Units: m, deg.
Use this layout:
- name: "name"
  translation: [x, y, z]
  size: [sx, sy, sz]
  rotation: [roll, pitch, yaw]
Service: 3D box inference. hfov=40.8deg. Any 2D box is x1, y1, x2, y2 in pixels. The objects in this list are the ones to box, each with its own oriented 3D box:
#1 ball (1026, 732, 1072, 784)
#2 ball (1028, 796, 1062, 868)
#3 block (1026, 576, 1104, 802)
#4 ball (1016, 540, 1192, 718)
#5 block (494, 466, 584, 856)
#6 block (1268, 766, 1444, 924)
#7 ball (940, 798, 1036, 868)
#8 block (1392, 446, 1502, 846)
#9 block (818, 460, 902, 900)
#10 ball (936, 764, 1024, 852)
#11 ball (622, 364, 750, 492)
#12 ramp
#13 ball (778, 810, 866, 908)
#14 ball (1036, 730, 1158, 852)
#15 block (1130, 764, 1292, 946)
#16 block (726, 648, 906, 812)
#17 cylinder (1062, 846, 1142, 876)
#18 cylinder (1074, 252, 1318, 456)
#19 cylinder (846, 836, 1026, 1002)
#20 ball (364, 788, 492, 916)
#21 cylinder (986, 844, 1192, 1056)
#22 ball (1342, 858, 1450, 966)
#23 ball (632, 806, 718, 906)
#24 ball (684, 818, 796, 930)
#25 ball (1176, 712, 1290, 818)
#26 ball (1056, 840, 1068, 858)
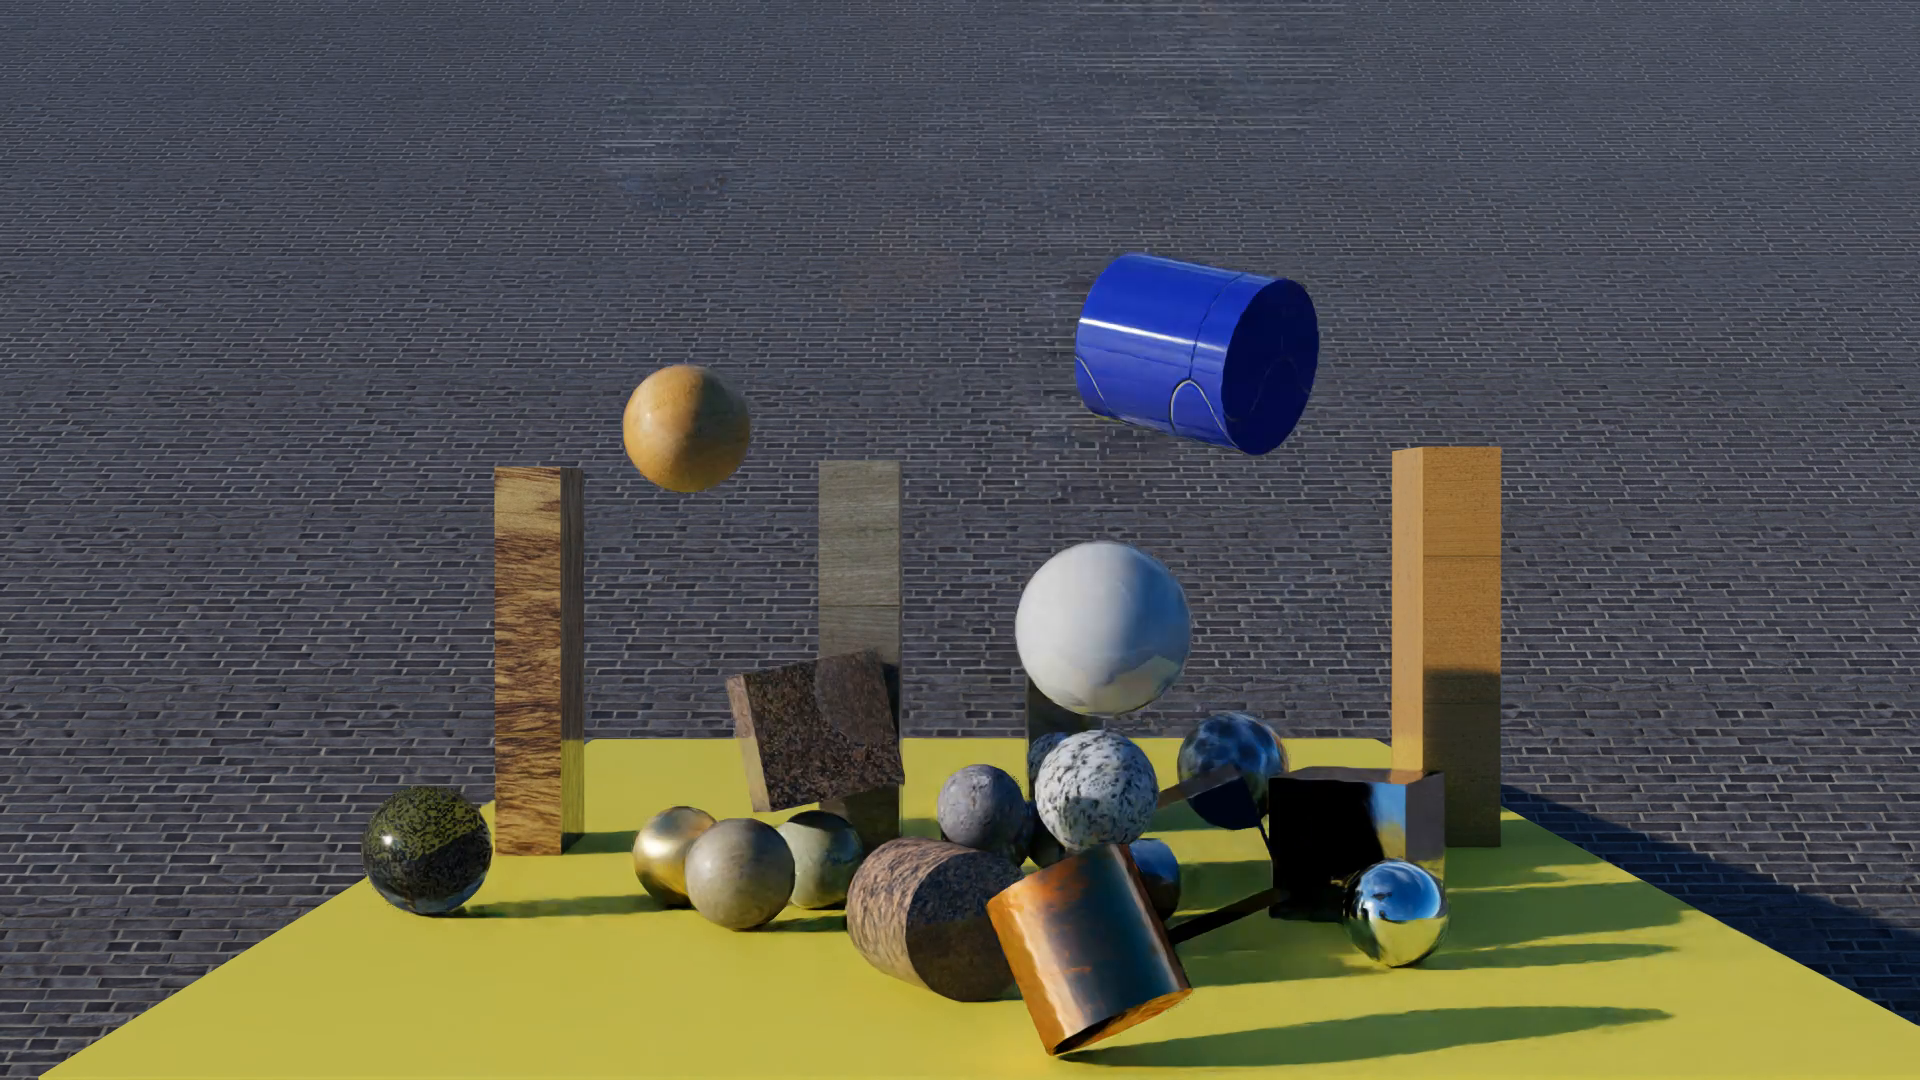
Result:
- name: "ball"
  translation: [0.182, 0.416, 4.828]
  size: [0.118, 0.118, 0.118]
  rotation: [0, 29, 0]
- name: "ball"
  translation: [0.162, 0.463, 4.127]
  size: [0.135, 0.135, 0.135]
  rotation: [0, 29, 0]
- name: "block"
  translation: [0.200, 0.297, 5.015]
  size: [0.141, 0.451, 0.259]
  rotation: [0, 0, 0]
- name: "ball"
  translation: [0.163, 0.101, 2.932]
  size: [0.201, 0.201, 0.201]
  rotation: [0, 29, 0]
- name: "block"
  translation: [-0.725, 0.202, 4.470]
  size: [0.110, 0.652, 0.271]
  rotation: [0, 0, 0]
- name: "block"
  translation: [0.569, 0.435, 3.697]
  size: [0.199, 0.199, 0.199]
  rotation: [0, 1, 26]
- name: "ball"
  translation: [0.044, 0.452, 4.033]
  size: [0.150, 0.150, 0.150]
  rotation: [0, 29, 0]
- name: "block"
  translation: [0.862, 0.182, 4.596]
  size: [0.134, 0.688, 0.315]
  rotation: [0, 0, 0]
- name: "block"
  translation: [-0.149, 0.207, 3.946]
  size: [0.119, 0.650, 0.259]
  rotation: [0, 0, 0]
- name: "ball"
  translation: [0.026, 0.333, 3.207]
  size: [0.109, 0.109, 0.109]
  rotation: [0, 29, 0]
- name: "ball"
  translation: [-0.306, -0.126, 2.899]
  size: [0.143, 0.143, 0.143]
  rotation: [0, 29, 0]
- name: "ramp"
  translation: [0.064, 0.576, 4.620]
  size: [2.000, 0.100, 4.000]
  rotation: [0, 0, 0]
- name: "ball"
  translation: [-0.209, 0.463, 3.748]
  size: [0.142, 0.142, 0.142]
  rotation: [0, 29, 0]
- name: "ball"
  translation: [0.177, 0.327, 3.353]
  size: [0.160, 0.160, 0.160]
  rotation: [0, 29, 0]
- name: "block"
  translation: [0.326, 0.423, 3.496]
  size: [0.172, 0.172, 0.172]
  rotation: [-22, 1, 1]
- name: "block"
  translation: [-0.208, 0.273, 3.695]
  size: [0.194, 0.194, 0.194]
  rotation: [-11, -3, -13]
- name: "cylinder"
  translation: [0.224, 0.475, 3.642]
  size: [0.118, 0.118, 0.118]
  rotation: [0, 24, -37]
- name: "cylinder"
  translation: [0.243, -0.193, 2.651]
  size: [0.180, 0.180, 0.180]
  rotation: [16, 32, 36]
- name: "cylinder"
  translation: [-0.022, 0.452, 3.101]
  size: [0.176, 0.176, 0.176]
  rotation: [-14, 7, -25]
- name: "ball"
  translation: [-0.759, 0.444, 3.691]
  size: [0.181, 0.181, 0.181]
  rotation: [0, 29, 0]
- name: "cylinder"
  translation: [0.134, 0.429, 2.709]
  size: [0.165, 0.165, 0.165]
  rotation: [-15, 70, -26]
- name: "ball"
  translation: [0.550, 0.470, 3.263]
  size: [0.135, 0.135, 0.135]
  rotation: [0, 29, 0]
- name: "ball"
  translation: [-0.406, 0.462, 3.781]
  size: [0.144, 0.144, 0.144]
  rotation: [0, 29, 0]
- name: "ball"
  translation: [-0.302, 0.458, 3.553]
  size: [0.154, 0.154, 0.154]
  rotation: [0, 29, 0]
- name: "ball"
  translation: [0.444, 0.372, 4.202]
  size: [0.183, 0.183, 0.183]
  rotation: [0, 29, 0]
- name: "ball"
  translation: [0.216, 0.462, 4.004]
  size: [0.134, 0.134, 0.134]
  rotation: [0, 29, 0]
